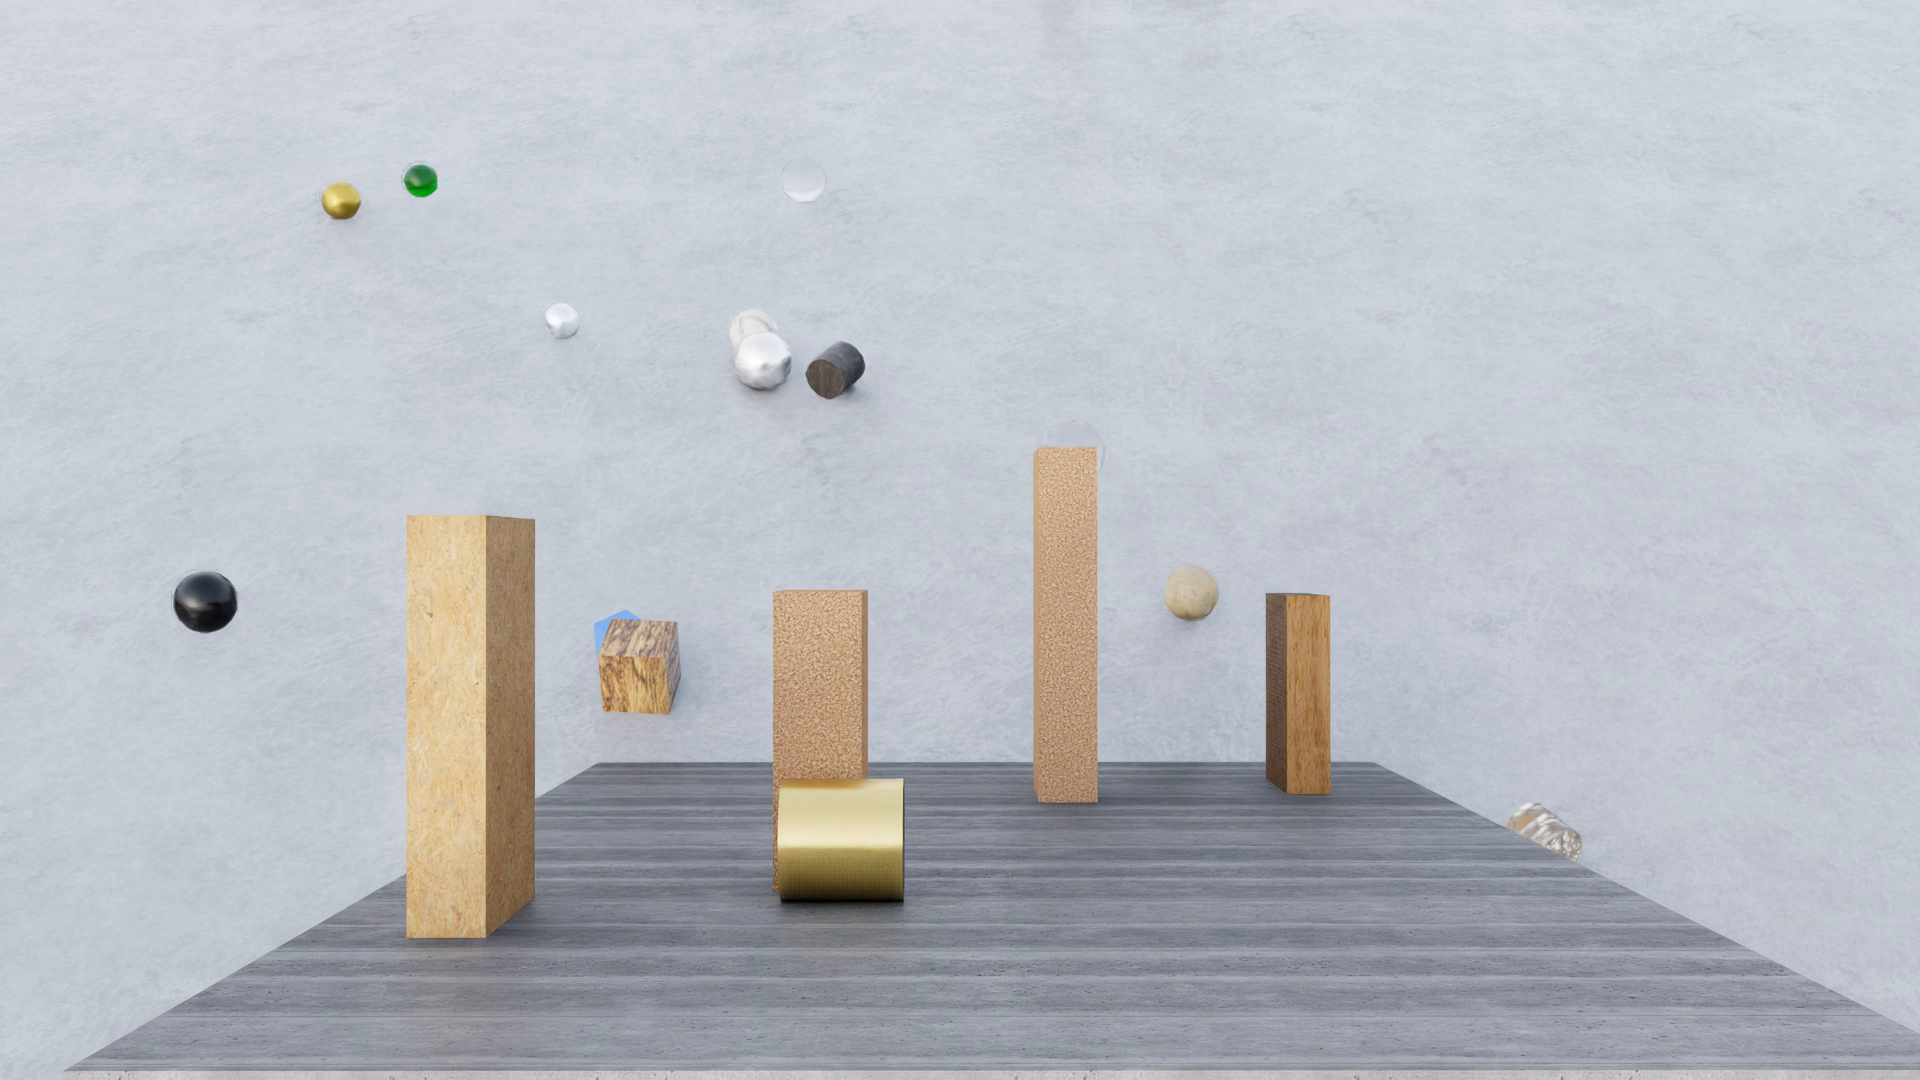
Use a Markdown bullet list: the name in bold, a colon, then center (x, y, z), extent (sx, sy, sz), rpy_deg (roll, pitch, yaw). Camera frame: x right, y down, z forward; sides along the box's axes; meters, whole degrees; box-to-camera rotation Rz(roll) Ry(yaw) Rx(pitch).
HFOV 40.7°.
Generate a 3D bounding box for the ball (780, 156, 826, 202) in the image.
- **ball**: center (-0.601, -1.385, 9.947), extent (0.178, 0.178, 0.178), rpy_deg (0, 31, 0)

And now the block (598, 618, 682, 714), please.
- **block**: center (-0.871, 0.344, 7.055), extent (0.182, 0.182, 0.182), rpy_deg (3, 31, 4)

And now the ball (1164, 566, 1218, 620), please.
- **ball**: center (0.661, 0.153, 7.400), extent (0.157, 0.157, 0.157), rpy_deg (0, 31, 0)

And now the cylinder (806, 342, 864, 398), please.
- **cylinder**: center (-0.414, -0.564, 8.611), extent (0.144, 0.144, 0.144), rpy_deg (15, 34, 23)

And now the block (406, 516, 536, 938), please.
- **block**: center (-0.718, 0.262, 3.830), extent (0.111, 0.590, 0.422), rpy_deg (0, 0, 0)

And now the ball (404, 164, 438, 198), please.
- **ball**: center (-2.080, -1.388, 9.999), extent (0.130, 0.130, 0.130), rpy_deg (0, 31, 0)

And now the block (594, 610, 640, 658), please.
- **block**: center (-0.940, 0.283, 7.225), extent (0.112, 0.112, 0.112), rpy_deg (-26, 40, -36)

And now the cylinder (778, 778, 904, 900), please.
- **cylinder**: center (-0.181, 0.463, 4.010), extent (0.189, 0.189, 0.189), rpy_deg (0, 31, 0)

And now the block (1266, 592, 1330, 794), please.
- **block**: center (0.780, 0.347, 5.991), extent (0.097, 0.443, 0.400), rpy_deg (0, 0, 0)

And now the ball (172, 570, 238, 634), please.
- **ball**: center (-2.140, 0.175, 7.343), extent (0.178, 0.178, 0.178), rpy_deg (0, 31, 0)

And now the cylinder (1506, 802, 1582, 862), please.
- **cylinder**: center (1.447, 0.745, 6.430), extent (0.137, 0.137, 0.137), rpy_deg (-17, 35, -26)

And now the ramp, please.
- **ramp**: center (0.069, 0.612, 4.683), extent (2.000, 0.100, 4.000), rpy_deg (0, 0, 0)

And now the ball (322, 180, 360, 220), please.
- **ball**: center (-2.346, -1.287, 9.815), extent (0.146, 0.146, 0.146), rpy_deg (0, 31, 0)

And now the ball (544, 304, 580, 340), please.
- **ball**: center (-1.378, -0.756, 8.950), extent (0.124, 0.124, 0.124), rpy_deg (0, 31, 0)

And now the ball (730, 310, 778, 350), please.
- **ball**: center (-0.704, -0.703, 8.822), extent (0.164, 0.164, 0.164), rpy_deg (0, 31, 0)

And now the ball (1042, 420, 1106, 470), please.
- **ball**: center (0.354, -0.275, 8.075), extent (0.198, 0.198, 0.198), rpy_deg (0, 31, 0)

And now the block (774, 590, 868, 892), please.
- **block**: center (-0.226, 0.321, 4.245), extent (0.141, 0.476, 0.280), rpy_deg (0, 0, 0)

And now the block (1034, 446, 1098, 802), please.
- **block**: center (0.234, 0.184, 5.806), extent (0.126, 0.768, 0.423), rpy_deg (0, 0, 0)

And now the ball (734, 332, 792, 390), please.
- **ball**: center (-0.655, -0.597, 8.615), extent (0.195, 0.195, 0.195), rpy_deg (0, 31, 0)
